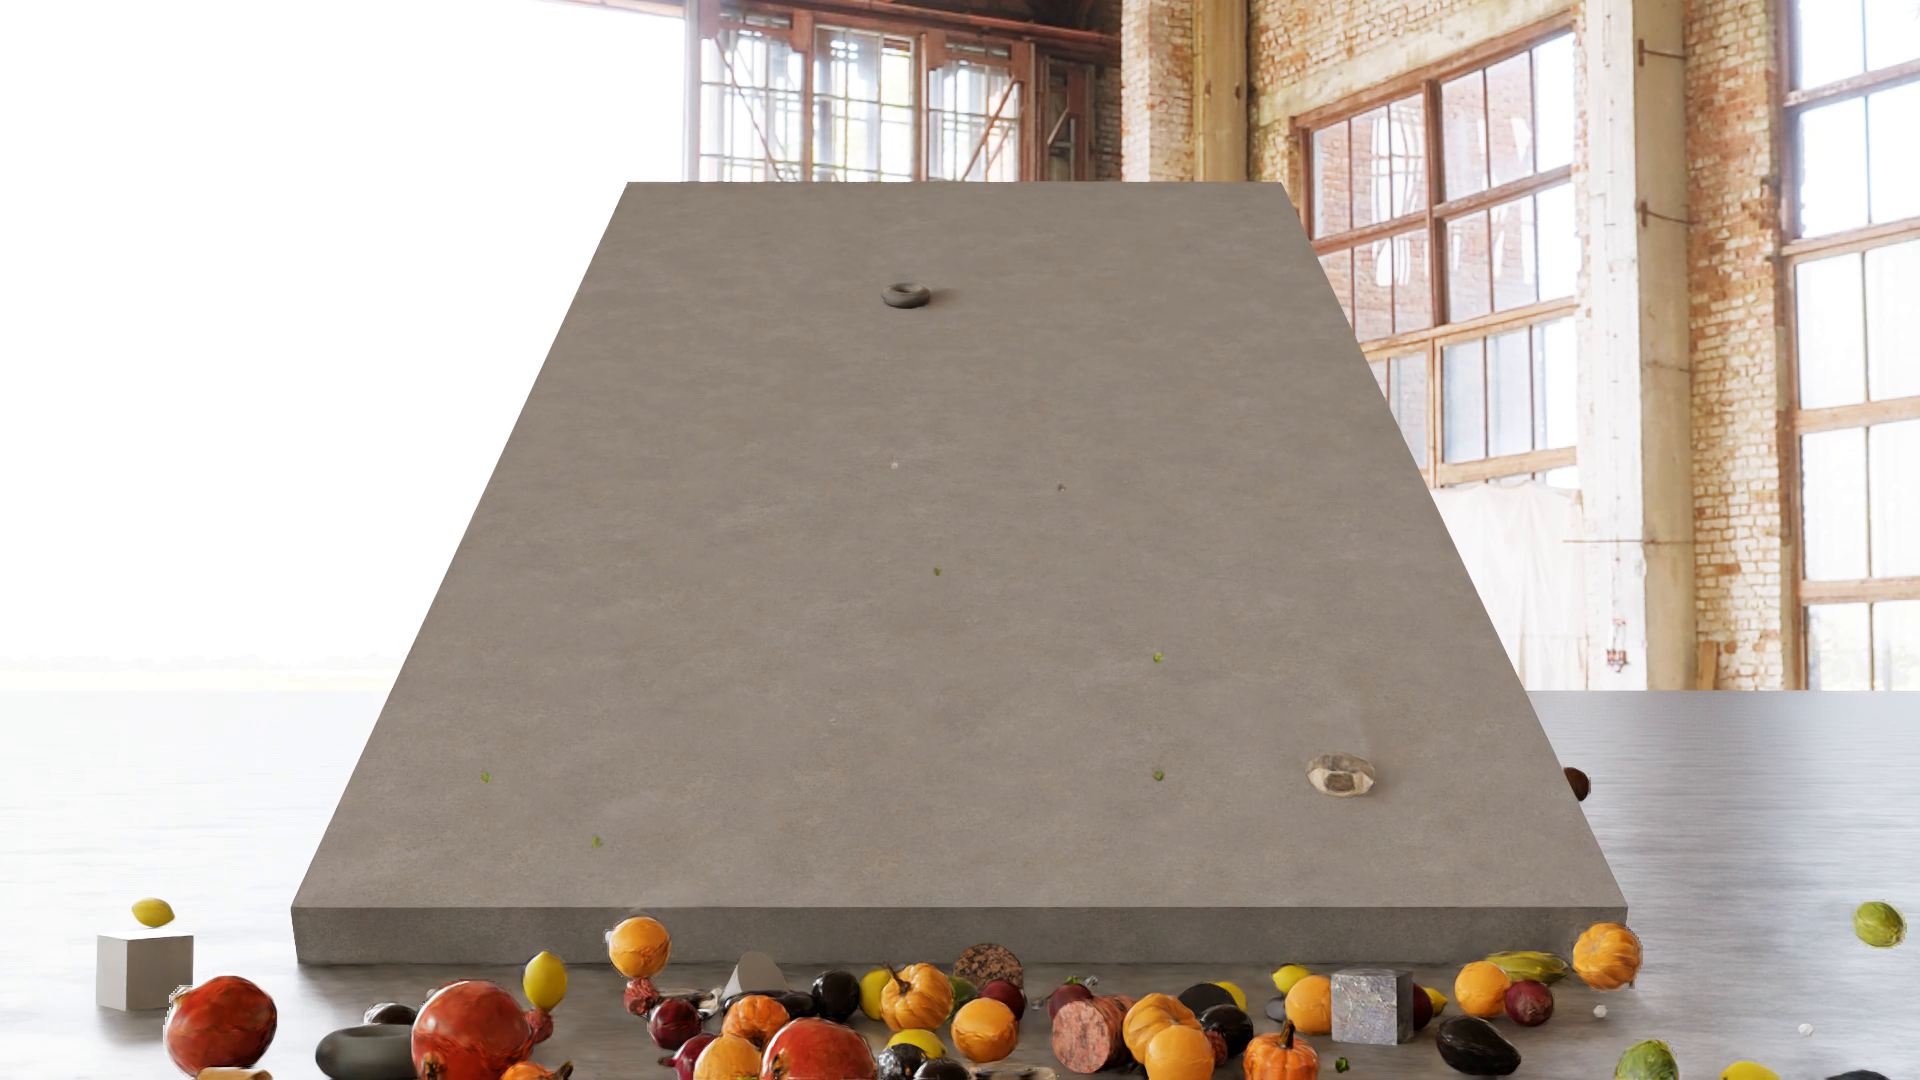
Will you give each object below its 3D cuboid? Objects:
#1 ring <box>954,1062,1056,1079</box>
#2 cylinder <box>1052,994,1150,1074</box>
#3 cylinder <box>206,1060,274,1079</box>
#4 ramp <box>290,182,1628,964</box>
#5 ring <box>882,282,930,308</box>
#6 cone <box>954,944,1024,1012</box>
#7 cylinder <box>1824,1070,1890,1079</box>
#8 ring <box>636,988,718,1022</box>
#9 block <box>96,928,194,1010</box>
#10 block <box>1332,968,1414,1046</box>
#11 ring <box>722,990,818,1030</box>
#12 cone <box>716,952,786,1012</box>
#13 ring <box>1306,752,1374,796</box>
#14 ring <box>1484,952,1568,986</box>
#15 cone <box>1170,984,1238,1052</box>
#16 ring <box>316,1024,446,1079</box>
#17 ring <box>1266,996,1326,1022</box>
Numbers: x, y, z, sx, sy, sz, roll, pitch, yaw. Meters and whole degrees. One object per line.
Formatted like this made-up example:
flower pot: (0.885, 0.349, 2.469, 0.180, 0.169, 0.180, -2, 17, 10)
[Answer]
ring: (0.045, 0.550, 2.351, 0.108, 0.036, 0.108, -1, -5, 0)
cylinder: (0.154, 0.541, 2.557, 0.077, 0.077, 0.077, -3, -4, 37)
cylinder: (-0.672, 0.517, 2.155, 0.055, 0.055, 0.055, -28, -15, 23)
ramp: (-0.008, -0.229, 5.325, 2.000, 0.100, 4.000, 0, 24, 0)
ring: (-0.140, -0.635, 6.054, 0.126, 0.042, 0.126, -1, 25, 1)
cone: (0.033, 0.591, 3.068, 0.092, 0.092, 0.092, 0, -30, -7)
cylinder: (0.775, 0.508, 2.033, 0.080, 0.080, 0.080, 3, -5, -45)
ring: (-0.357, 0.586, 2.939, 0.104, 0.035, 0.104, 2, -3, 0)
block: (-1.075, 0.566, 3.075, 0.092, 0.092, 0.092, 3, -5, -44)
block: (0.491, 0.554, 2.775, 0.078, 0.078, 0.078, -2, -4, 25)
ring: (-0.235, 0.580, 2.881, 0.119, 0.040, 0.119, -1, -4, 0)
cone: (-0.284, 0.587, 2.990, 0.090, 0.090, 0.090, -33, -20, 28)
ring: (0.622, 0.383, 3.808, 0.111, 0.037, 0.111, 0, 23, 0)
ring: (0.801, 0.607, 3.302, 0.117, 0.039, 0.117, 0, -4, 0)
cone: (0.295, 0.571, 2.718, 0.083, 0.083, 0.083, -1, -30, 23)
ring: (-0.627, 0.555, 2.524, 0.139, 0.046, 0.139, 0, -3, 0)
ring: (0.423, 0.591, 2.936, 0.077, 0.026, 0.077, -1, -2, 0)
